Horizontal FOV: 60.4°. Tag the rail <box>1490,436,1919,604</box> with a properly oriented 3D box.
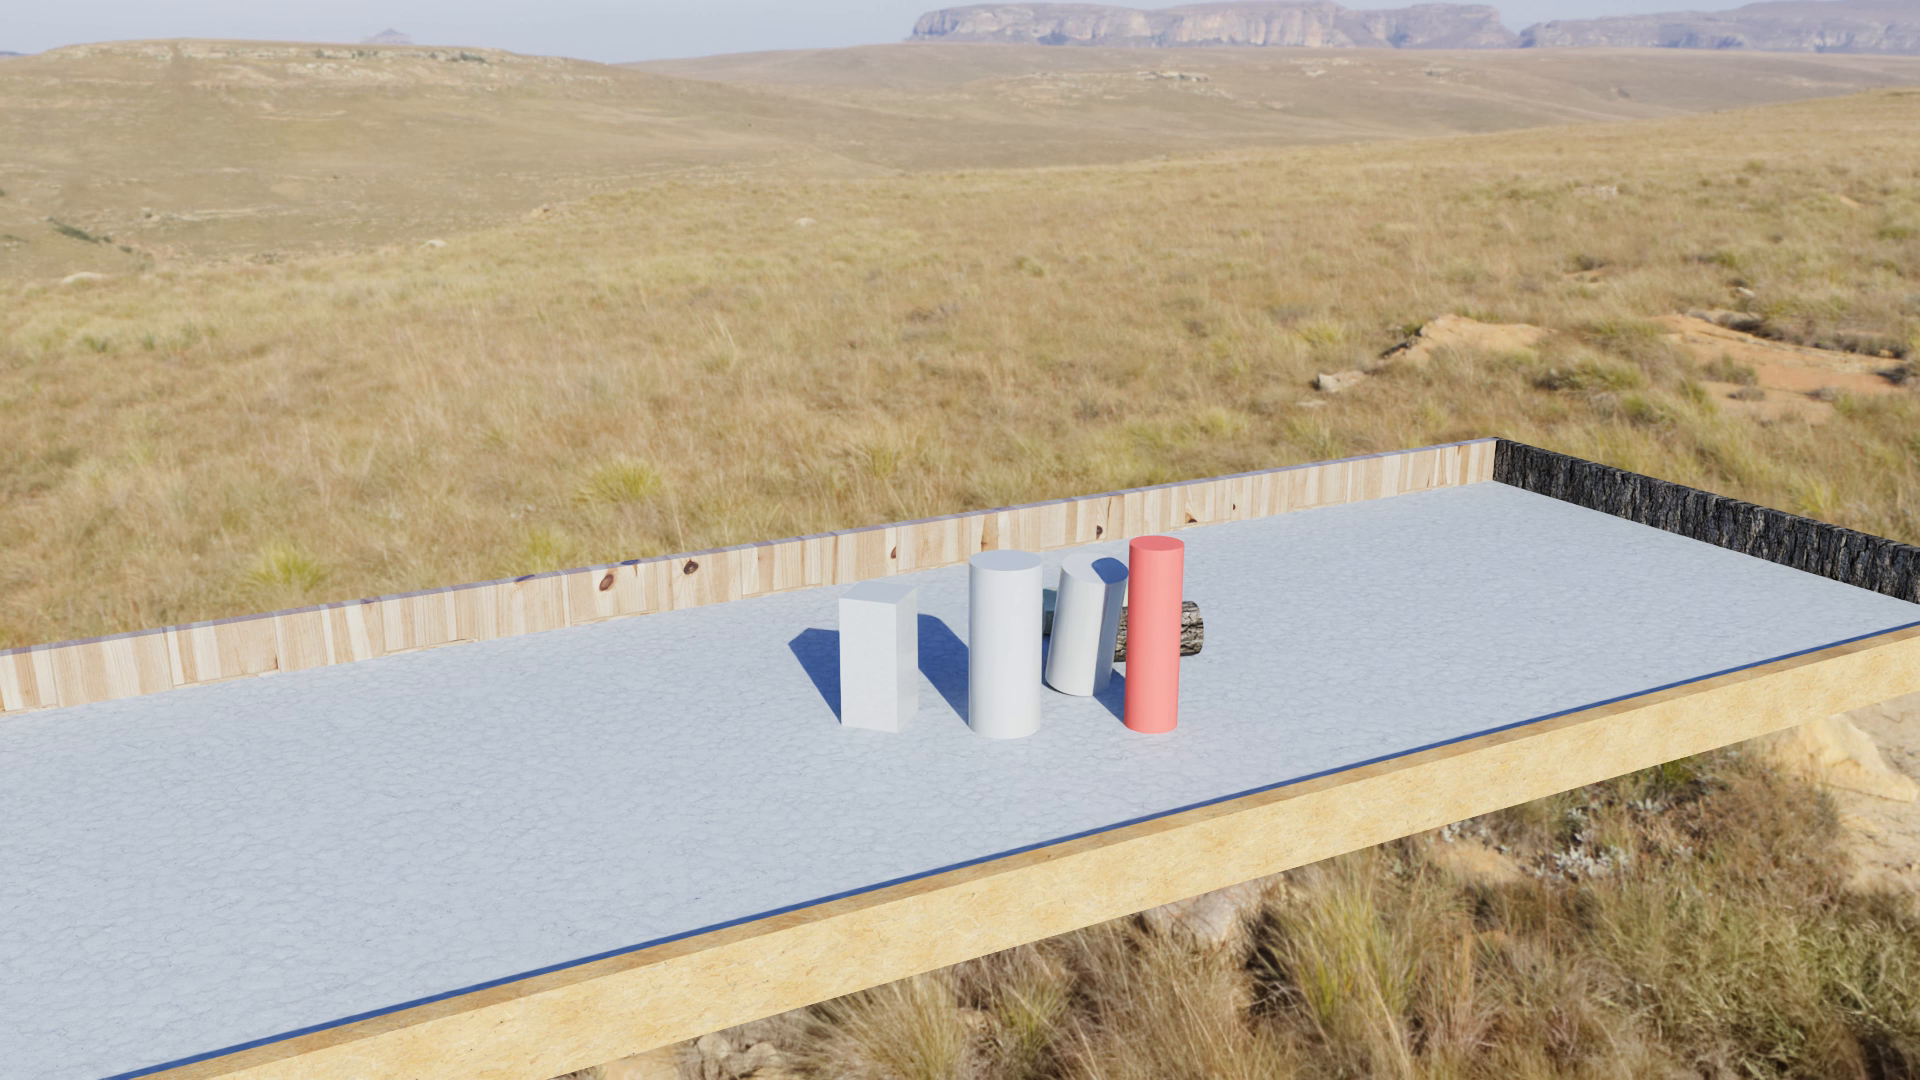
[{"bbox_3d":[2.466,-0.048,5.253,0.050,0.150,2.100,-9,18,-27],"label":"rail"}]

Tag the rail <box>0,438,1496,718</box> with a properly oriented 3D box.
[{"bbox_3d":[-3.305,0.497,3.399,12.000,0.150,0.050,-9,18,-27],"label":"rail"}]

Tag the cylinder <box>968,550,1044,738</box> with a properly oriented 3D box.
[{"bbox_3d":[0.105,0.240,3.822,0.171,0.404,0.171,0,16,0],"label":"cylinder"}]

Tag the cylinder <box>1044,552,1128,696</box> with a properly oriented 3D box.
[{"bbox_3d":[0.309,0.207,4.049,0.163,0.313,0.163,5,26,-3],"label":"cylinder"}]

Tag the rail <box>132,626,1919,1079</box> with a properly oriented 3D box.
[{"bbox_3d":[-2.336,1.006,1.665,12.000,0.150,0.050,-9,18,-27],"label":"rail"}]

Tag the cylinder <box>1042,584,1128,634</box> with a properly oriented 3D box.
[{"bbox_3d":[0.382,0.182,4.514,0.342,0.125,0.125,-4,17,-13],"label":"cylinder"}]

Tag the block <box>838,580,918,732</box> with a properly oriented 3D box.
[{"bbox_3d":[-0.189,0.272,3.871,0.140,0.315,0.140,5,17,18],"label":"block"}]

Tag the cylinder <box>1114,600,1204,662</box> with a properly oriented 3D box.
[{"bbox_3d":[0.436,0.242,4.281,0.364,0.141,0.141,-4,17,-14],"label":"cylinder"}]

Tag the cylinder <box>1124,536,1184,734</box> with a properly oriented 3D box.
[{"bbox_3d":[0.449,0.219,3.822,0.125,0.443,0.125,0,16,0],"label":"cylinder"}]
